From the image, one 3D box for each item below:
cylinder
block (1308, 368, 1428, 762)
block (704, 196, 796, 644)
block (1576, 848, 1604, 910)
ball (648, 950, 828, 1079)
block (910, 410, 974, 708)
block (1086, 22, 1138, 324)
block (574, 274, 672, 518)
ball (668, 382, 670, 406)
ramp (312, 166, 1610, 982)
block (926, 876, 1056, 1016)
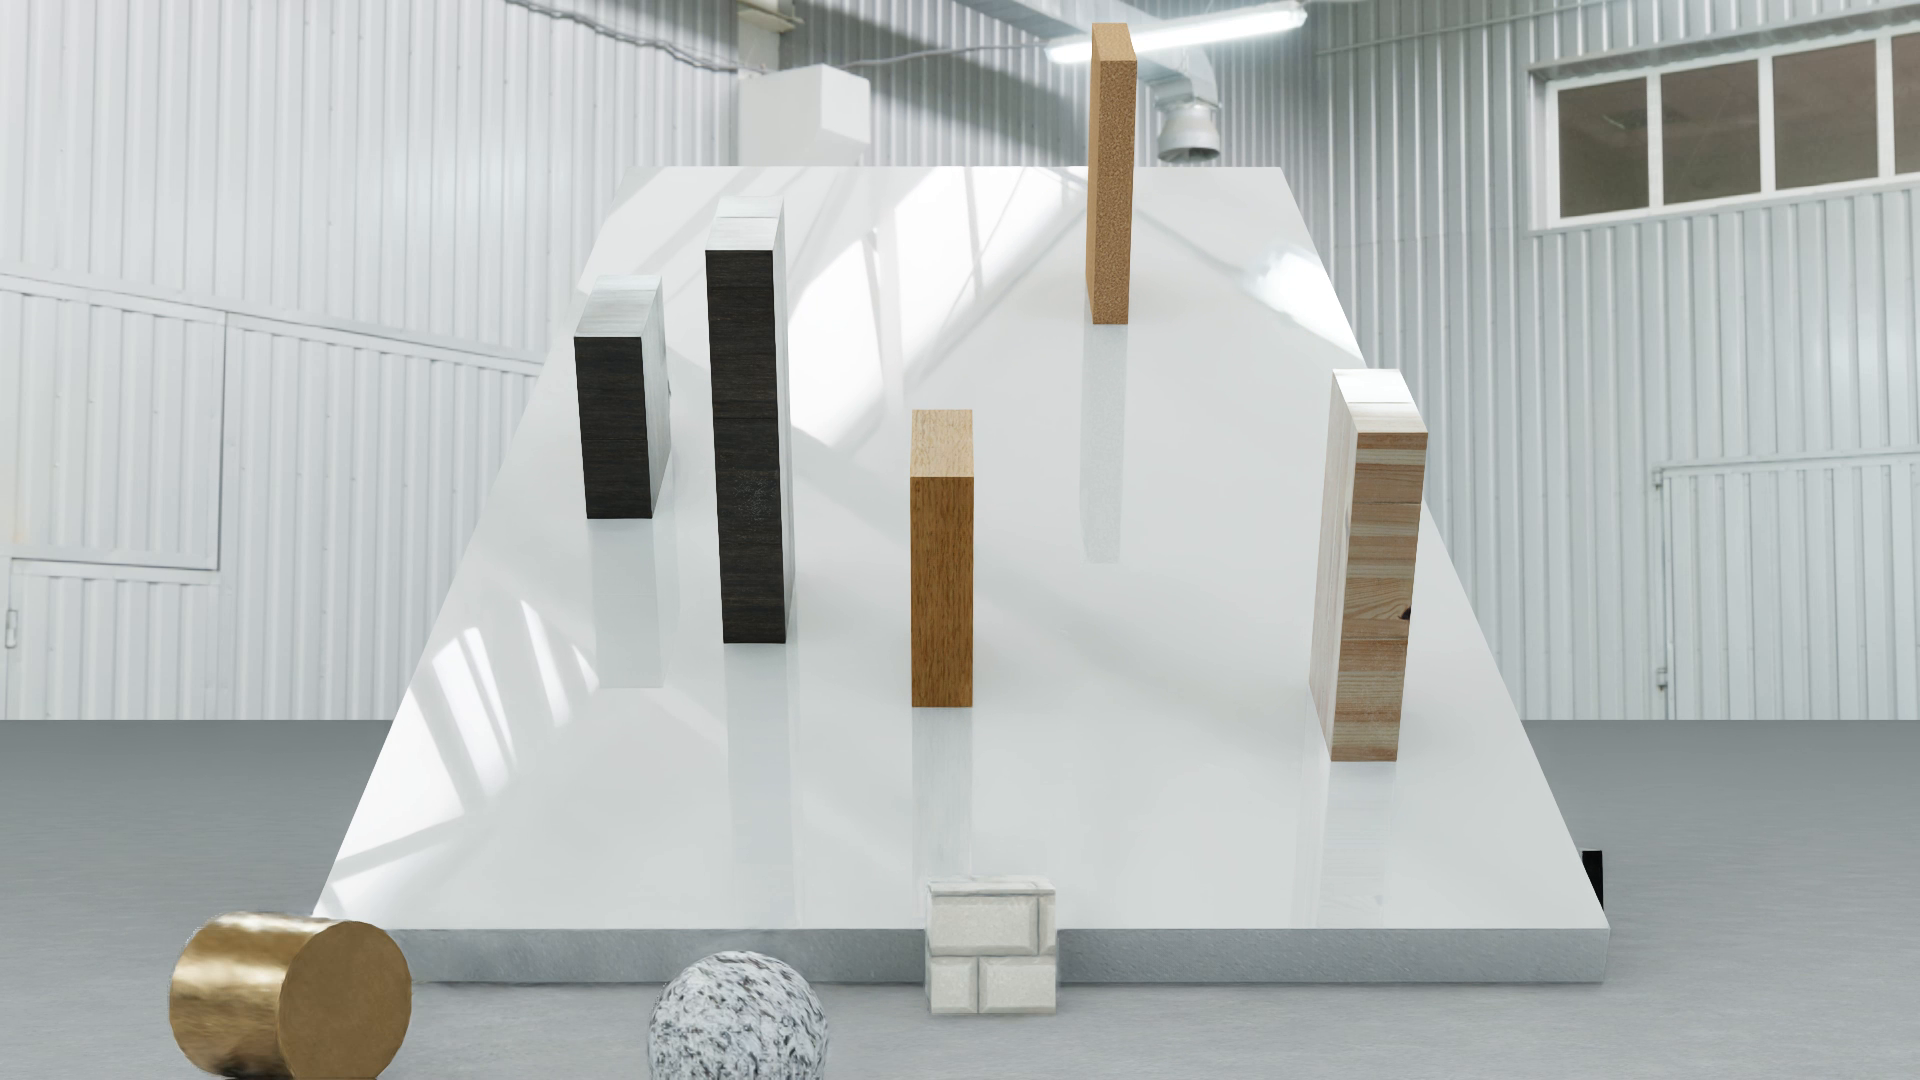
[{"bbox_3d":[-0.748,0.515,2.634,0.187,0.187,0.187,-2,-5,36],"label":"cylinder"},{"bbox_3d":[0.696,0.044,4.047,0.113,0.616,0.278,0,26,0],"label":"block"},{"bbox_3d":[-0.387,-0.223,4.407,0.118,0.778,0.312,0,26,0],"label":"block"},{"bbox_3d":[1.159,0.682,4.619,0.151,0.151,0.151,1,-4,-10],"label":"block"},{"bbox_3d":[-0.220,0.499,2.339,0.180,0.180,0.180,0,-4,0],"label":"ball"},{"bbox_3d":[-0.032,0.031,4.257,0.110,0.453,0.299,0,26,0],"label":"block"},{"bbox_3d":[0.383,-0.937,6.004,0.089,0.678,0.385,0,26,0],"label":"block"},{"bbox_3d":[-0.714,-0.309,5.010,0.137,0.407,0.375,0,26,0],"label":"block"},{"bbox_3d":[-0.746,-0.330,5.310,0.185,0.185,0.185,0,-4,0],"label":"ball"},{"bbox_3d":[-0.010,-0.229,5.431,2.000,0.100,4.000,0,26,0],"label":"ramp"},{"bbox_3d":[0.042,0.572,3.335,0.172,0.172,0.172,0,-2,-3],"label":"block"}]
